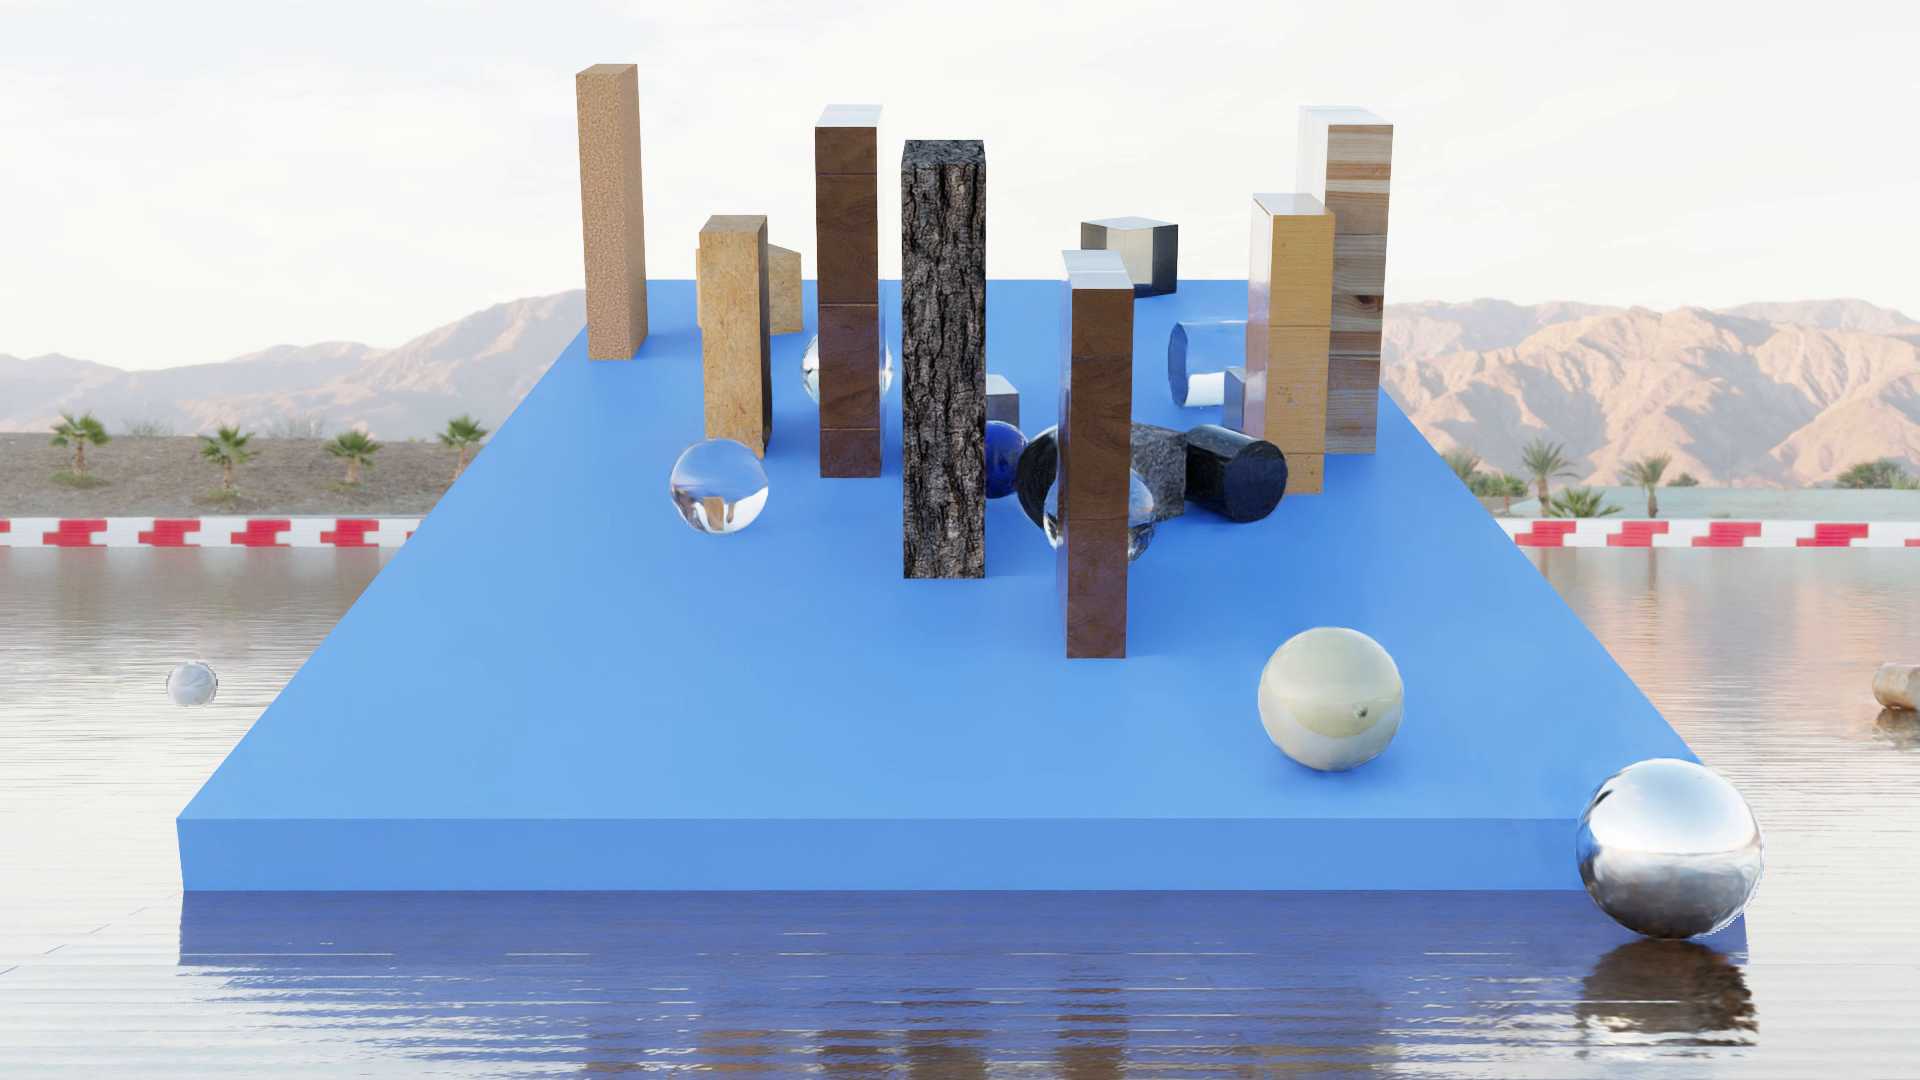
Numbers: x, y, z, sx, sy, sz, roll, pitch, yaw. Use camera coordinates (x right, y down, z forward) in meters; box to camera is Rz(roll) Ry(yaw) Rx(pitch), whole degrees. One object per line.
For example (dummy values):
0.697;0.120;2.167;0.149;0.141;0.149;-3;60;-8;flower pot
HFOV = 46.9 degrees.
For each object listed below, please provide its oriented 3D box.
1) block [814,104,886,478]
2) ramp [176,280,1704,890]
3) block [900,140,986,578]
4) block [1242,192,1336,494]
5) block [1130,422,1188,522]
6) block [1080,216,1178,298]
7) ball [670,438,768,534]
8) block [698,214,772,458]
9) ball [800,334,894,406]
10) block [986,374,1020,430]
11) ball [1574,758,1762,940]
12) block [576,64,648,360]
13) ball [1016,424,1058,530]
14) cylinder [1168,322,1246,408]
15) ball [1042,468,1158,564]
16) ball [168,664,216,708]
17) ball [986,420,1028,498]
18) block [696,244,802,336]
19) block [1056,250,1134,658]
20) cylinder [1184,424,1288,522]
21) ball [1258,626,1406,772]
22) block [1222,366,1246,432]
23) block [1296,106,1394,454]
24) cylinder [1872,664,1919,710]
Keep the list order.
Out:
-0.219;-0.520;4.540;0.119;0.694;0.445;0;17;0;block
-0.002;-0.167;4.746;2.000;0.100;4.000;0;17;0;ramp
-0.027;-0.323;3.858;0.139;0.704;0.361;0;17;0;block
0.646;-0.393;4.381;0.118;0.543;0.308;0;17;0;block
0.310;-0.124;4.144;0.159;0.159;0.159;15;21;41;block
0.489;-0.819;6.421;0.201;0.201;0.201;-11;20;-34;block
-0.437;-0.098;4.025;0.177;0.177;0.177;0;0;0;ball
-0.466;-0.428;4.628;0.118;0.468;0.248;0;17;0;block
-0.251;-0.378;4.921;0.206;0.206;0.206;0;0;0;ball
0.009;-0.221;4.432;0.182;0.182;0.182;-3;17;-11;block
0.799;0.348;2.501;0.202;0.202;0.202;0;0;0;ball
-0.872;-0.831;5.576;0.105;0.700;0.334;0;17;0;block
0.203;-0.108;3.992;0.207;0.207;0.207;0;0;0;ball
0.588;-0.400;5.024;0.190;0.190;0.190;-3;1;-10;cylinder
0.240;-0.043;3.804;0.196;0.196;0.196;0;0;0;ball
-2.061;0.390;5.943;0.119;0.119;0.119;0;0;0;ball
0.064;-0.151;4.170;0.147;0.147;0.147;0;0;0;ball
-0.560;-0.663;5.873;0.210;0.210;0.210;-9;19;-29;block
0.208;-0.144;3.486;0.090;0.572;0.356;0;17;0;block
0.505;-0.127;4.163;0.155;0.155;0.155;0;14;-35;cylinder
0.495;0.211;2.955;0.194;0.194;0.194;0;0;0;ball
0.649;-0.274;4.666;0.153;0.153;0.153;-2;17;-7;block
0.800;-0.560;4.708;0.131;0.679;0.391;0;17;0;block
2.524;0.390;5.910;0.117;0.117;0.117;0;0;-23;cylinder
